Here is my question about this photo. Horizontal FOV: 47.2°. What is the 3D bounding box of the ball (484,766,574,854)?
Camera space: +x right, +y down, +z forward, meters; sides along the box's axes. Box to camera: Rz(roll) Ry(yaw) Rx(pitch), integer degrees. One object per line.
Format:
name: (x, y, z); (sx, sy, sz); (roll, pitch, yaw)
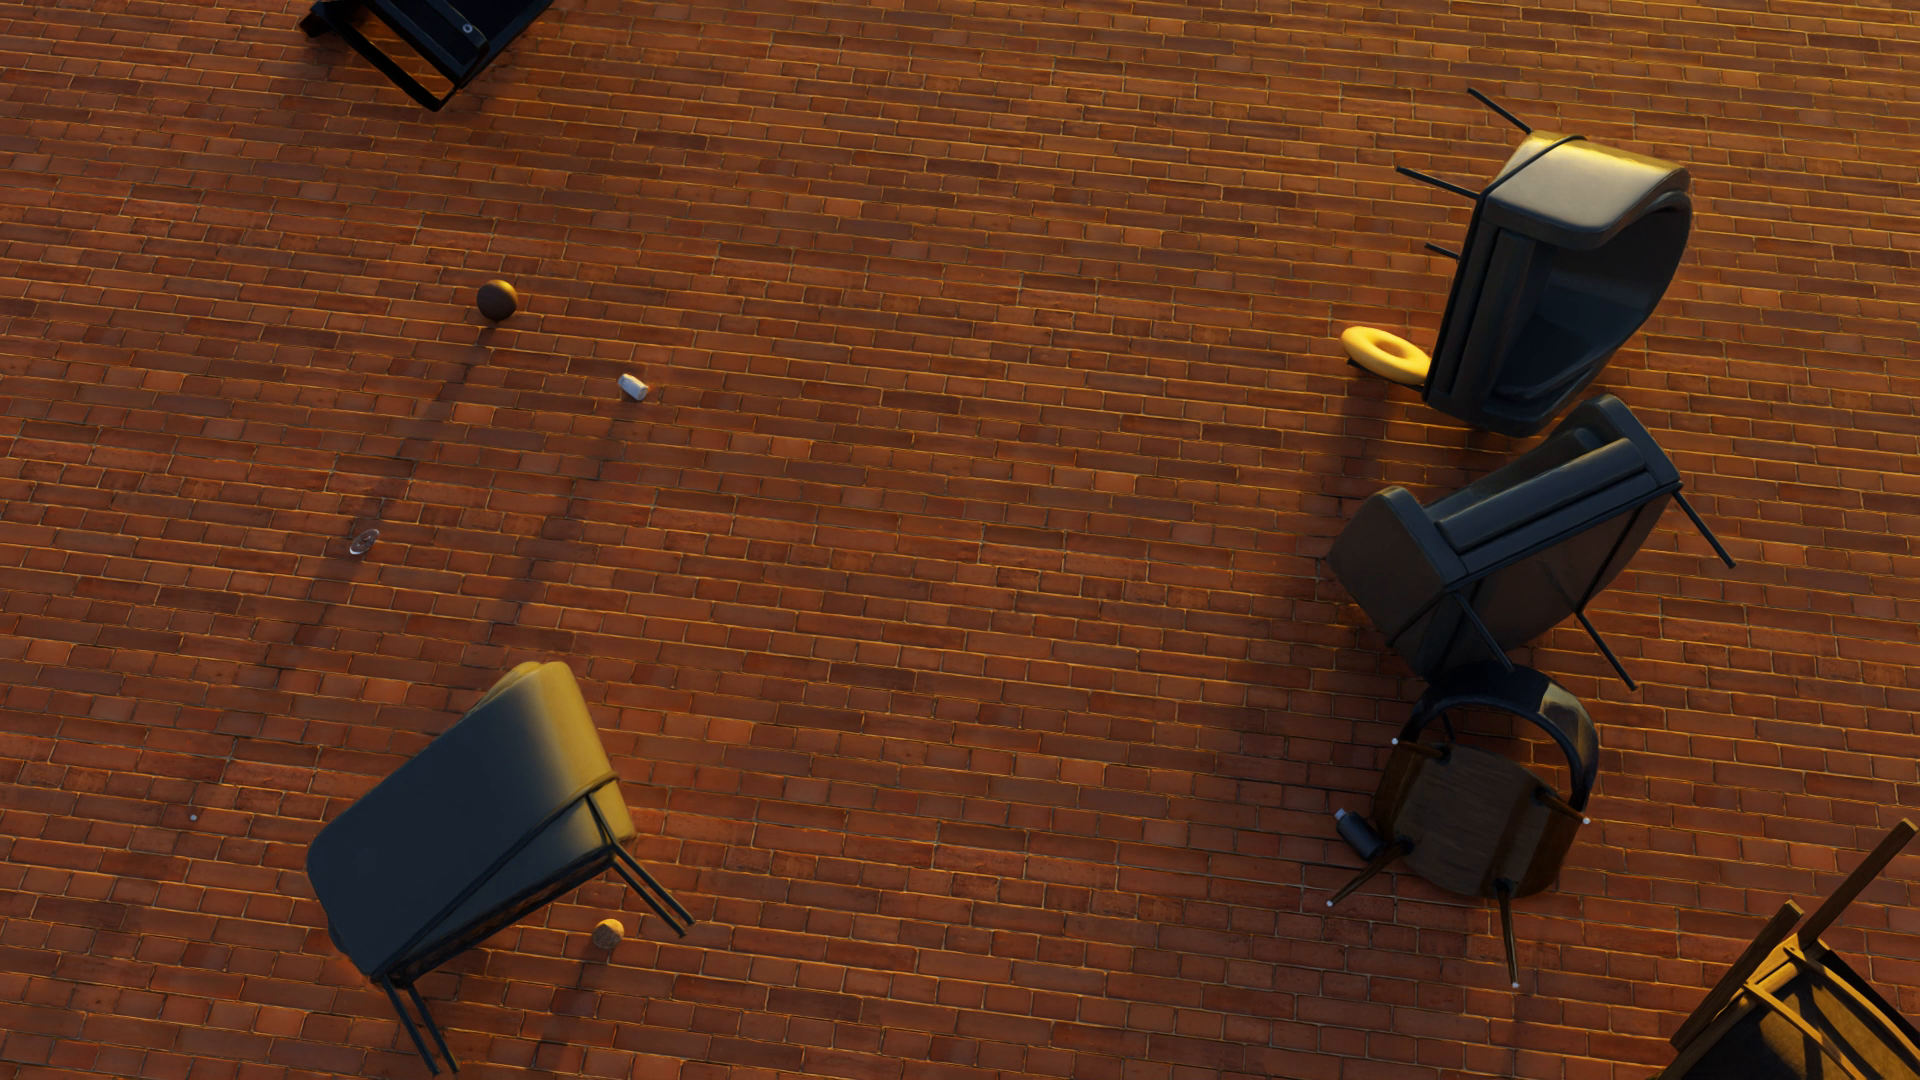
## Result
ball: (-1.164, 0.729, 5.942); (0.236, 0.236, 0.236); (0, 56, 0)

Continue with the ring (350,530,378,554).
ring: (-1.776, 0.005, 6.558); (0.052, 0.022, 0.105); (34, 62, 20)

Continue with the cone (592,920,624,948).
cone: (-0.939, 1.032, 5.840); (0.082, 0.068, 0.088); (30, 61, 19)

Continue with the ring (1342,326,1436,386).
ring: (1.331, -0.574, 6.835); (0.282, 0.064, 0.380); (6, 26, -23)
